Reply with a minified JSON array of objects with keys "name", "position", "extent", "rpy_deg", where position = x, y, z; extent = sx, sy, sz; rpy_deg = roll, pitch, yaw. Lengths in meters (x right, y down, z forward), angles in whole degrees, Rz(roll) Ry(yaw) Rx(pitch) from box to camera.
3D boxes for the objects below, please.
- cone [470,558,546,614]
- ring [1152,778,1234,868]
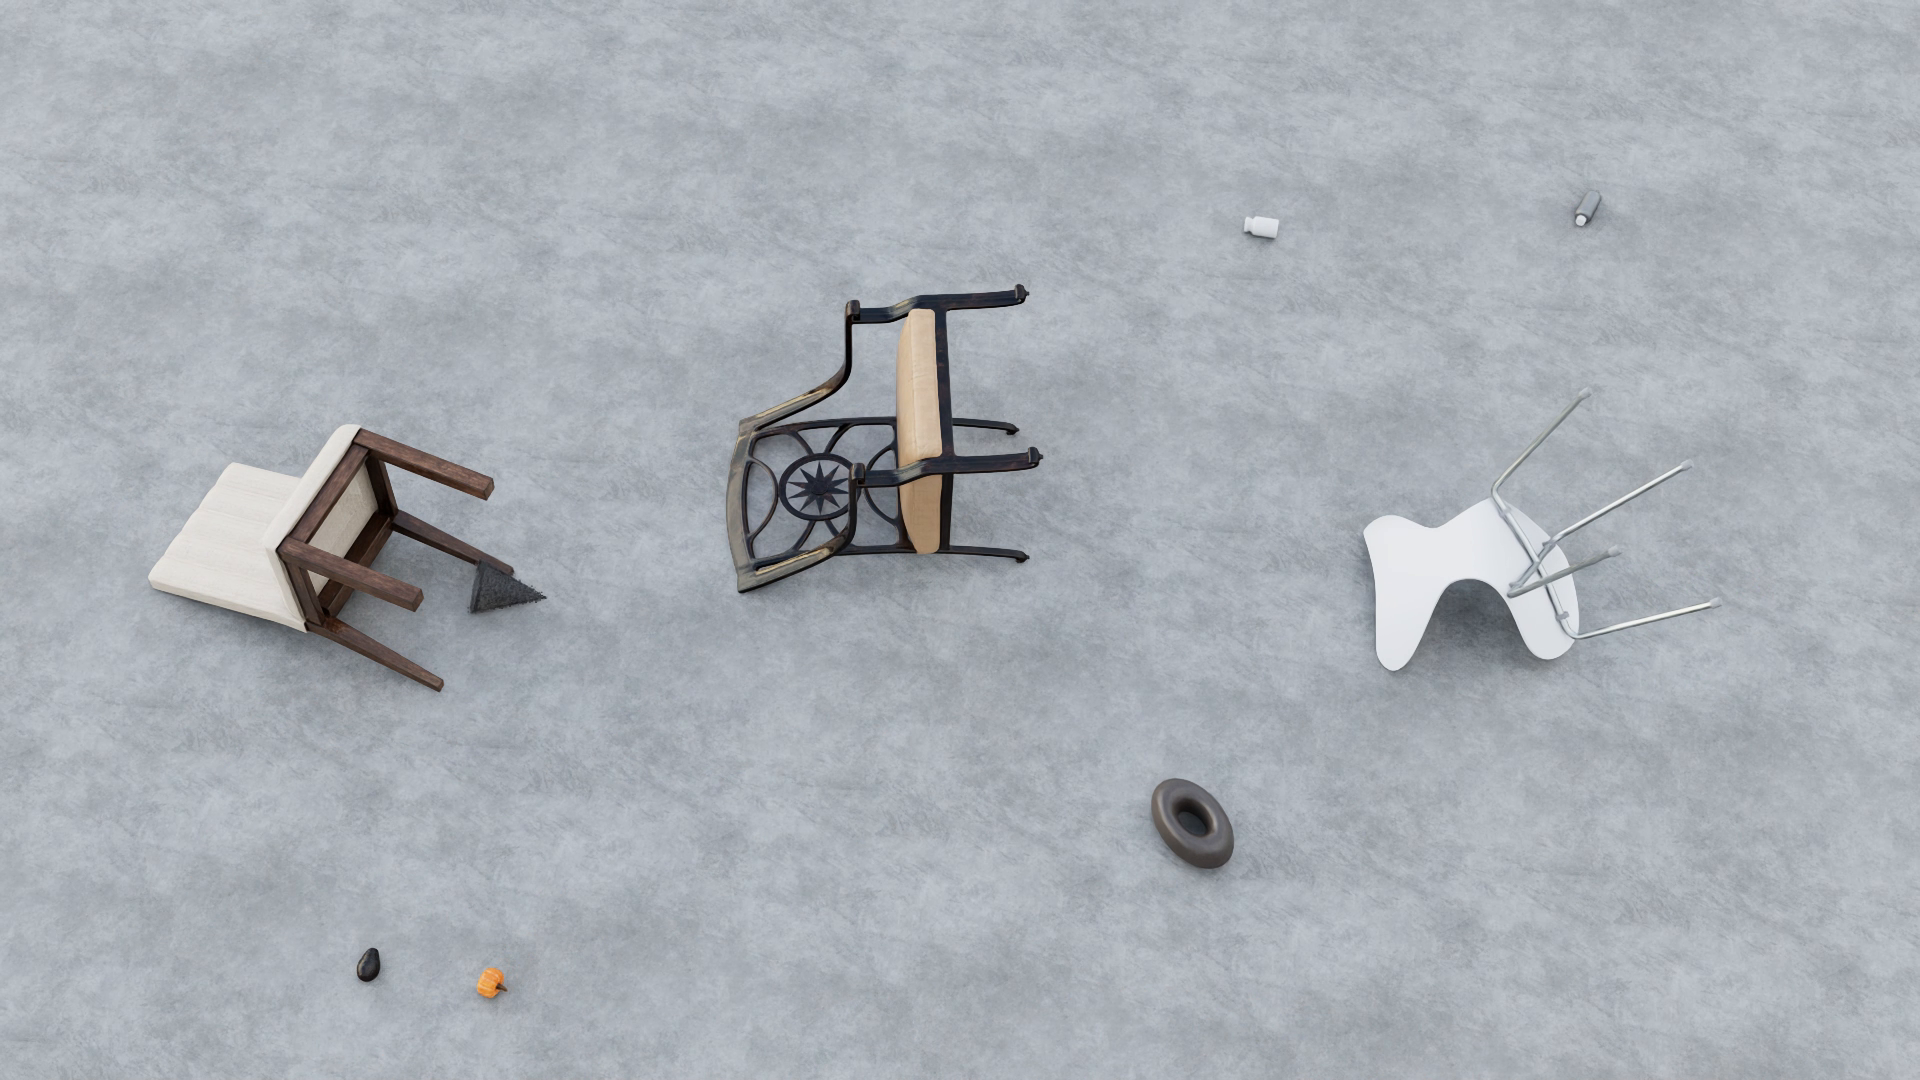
[{"name":"cone","position":[-1.310,0.151,6.427],"extent":[0.212,0.159,0.162],"rpy_deg":[10,87,-18]},{"name":"ring","position":[0.633,0.772,5.991],"extent":[0.182,0.109,0.289],"rpy_deg":[-30,60,-16]}]
